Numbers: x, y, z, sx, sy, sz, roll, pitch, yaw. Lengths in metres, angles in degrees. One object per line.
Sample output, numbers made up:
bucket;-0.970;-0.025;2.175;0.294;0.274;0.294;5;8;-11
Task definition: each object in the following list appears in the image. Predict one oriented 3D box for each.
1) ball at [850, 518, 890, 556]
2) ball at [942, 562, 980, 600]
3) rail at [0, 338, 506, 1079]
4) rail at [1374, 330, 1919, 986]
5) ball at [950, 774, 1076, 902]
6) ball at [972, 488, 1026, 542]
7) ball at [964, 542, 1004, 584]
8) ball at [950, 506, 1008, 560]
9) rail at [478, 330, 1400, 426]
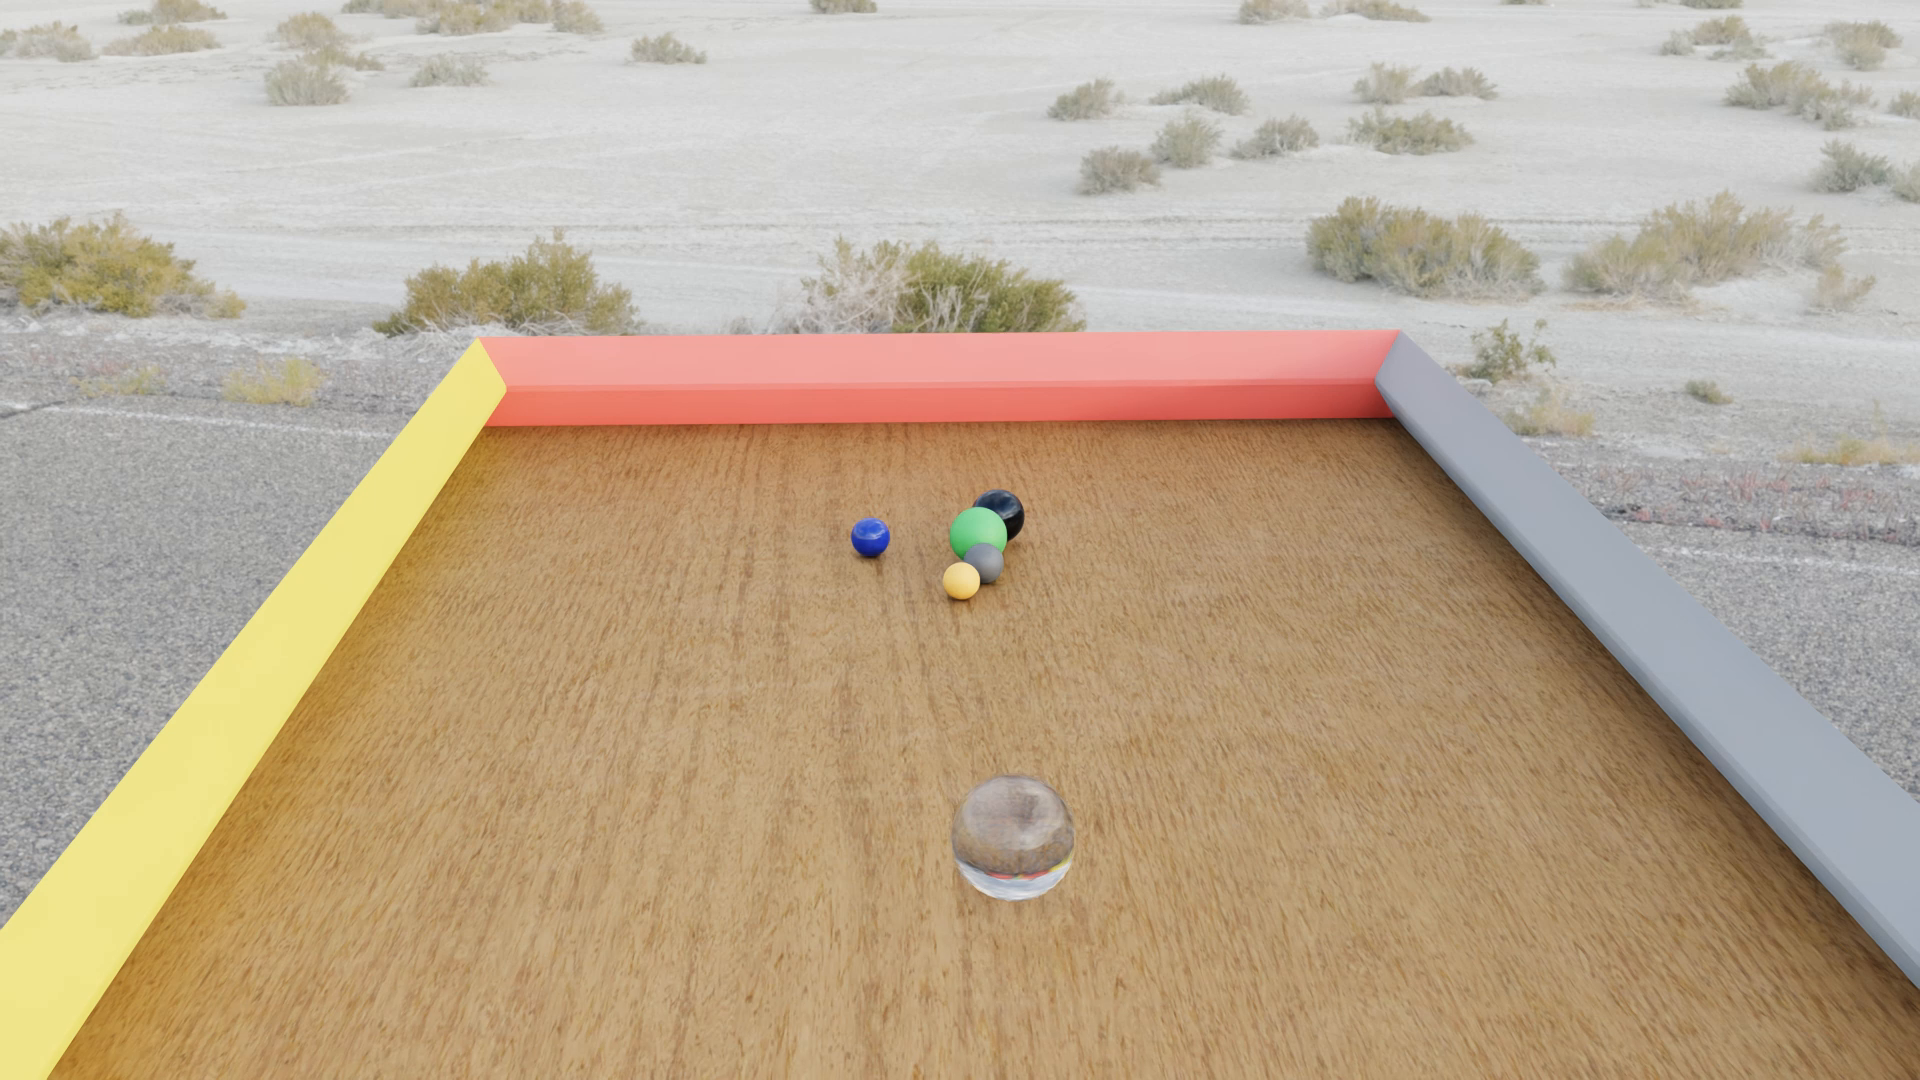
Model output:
ball;-0.105;-0.004;2.567;0.046;0.046;0.046;0;18;0
ball;0.002;0.045;2.421;0.041;0.041;0.041;0;18;0
rail;-0.612;0.167;1.886;0.045;0.128;2.617;-1;18;-2
rail;0.662;0.153;1.933;0.045;0.128;2.617;-1;18;-2
ball;0.042;0.234;1.728;0.099;0.099;0.099;0;18;0
ball;0.045;-0.028;2.613;0.065;0.065;0.065;0;18;0
ball;0.027;0.026;2.474;0.046;0.046;0.046;0;18;0
ball;0.021;-0.005;2.536;0.067;0.067;0.067;0;18;0
rail;-0.024;-0.226;3.134;1.322;0.128;0.045;-1;18;-2
